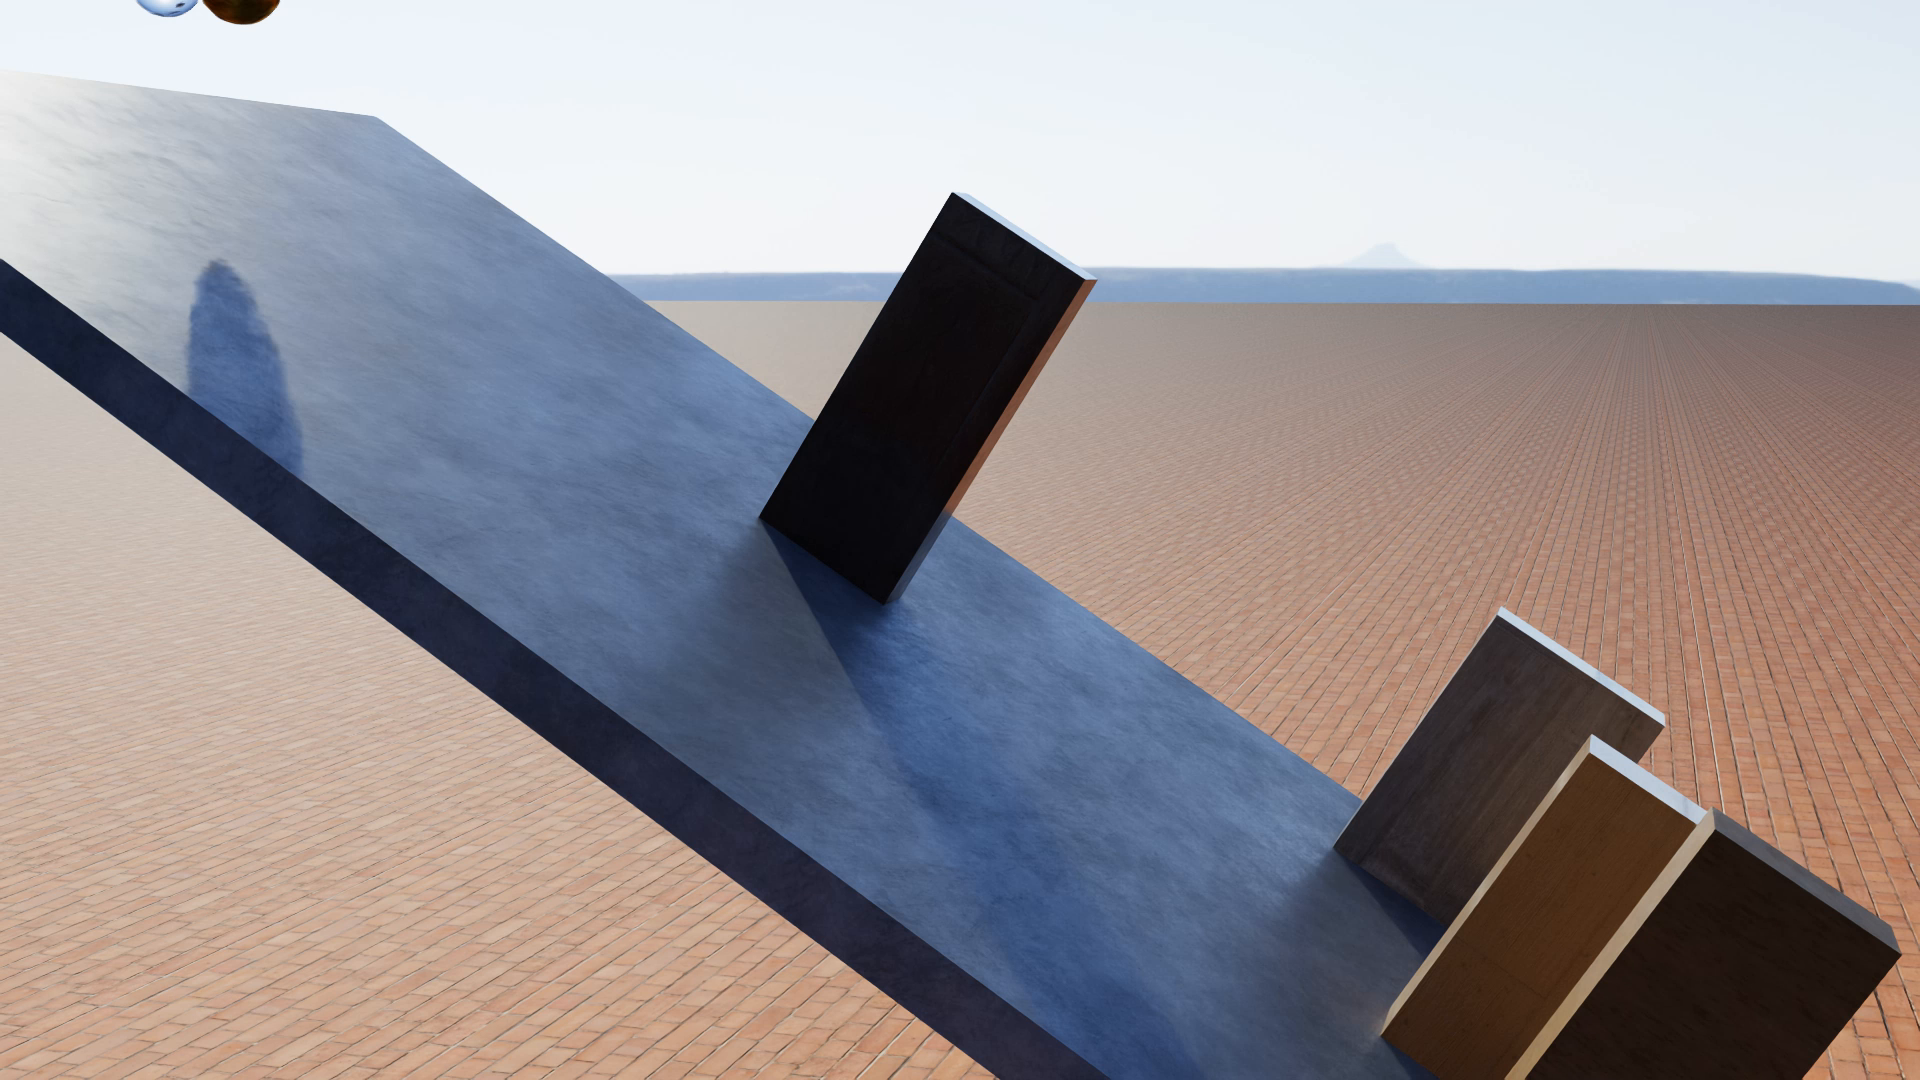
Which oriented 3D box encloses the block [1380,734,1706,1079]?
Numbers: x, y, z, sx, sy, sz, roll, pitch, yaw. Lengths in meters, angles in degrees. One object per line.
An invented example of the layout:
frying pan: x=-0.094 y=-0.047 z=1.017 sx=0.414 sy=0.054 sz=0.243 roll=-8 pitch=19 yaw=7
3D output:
block: x=1.063 y=0.705 z=3.647 sx=0.450 sy=0.600 sz=0.149 roll=35 pitch=15 yaw=11

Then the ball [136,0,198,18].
ball: x=-1.423 y=-1.002 z=3.940 sx=0.129 sy=0.129 sz=0.129 roll=0 pitch=7 yaw=0

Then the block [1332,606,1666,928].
block: x=1.076 y=0.485 z=4.409 sx=0.380 sy=0.582 sz=0.119 roll=35 pitch=15 yaw=11

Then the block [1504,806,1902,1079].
block: x=0.945 y=0.748 z=3.035 sx=0.279 sy=0.722 sz=0.135 roll=35 pitch=15 yaw=11

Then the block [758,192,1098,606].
block: x=-0.067 y=-0.269 z=4.227 sx=0.305 sy=0.741 sz=0.101 roll=35 pitch=15 yaw=11

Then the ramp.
ramp: x=-0.141 y=0.235 z=4.106 sx=4.000 sy=0.100 sz=2.000 roll=35 pitch=15 yaw=11

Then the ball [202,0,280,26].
ball: x=-1.560 y=-1.208 z=4.766 sx=0.180 sy=0.180 sz=0.180 roll=0 pitch=7 yaw=0
